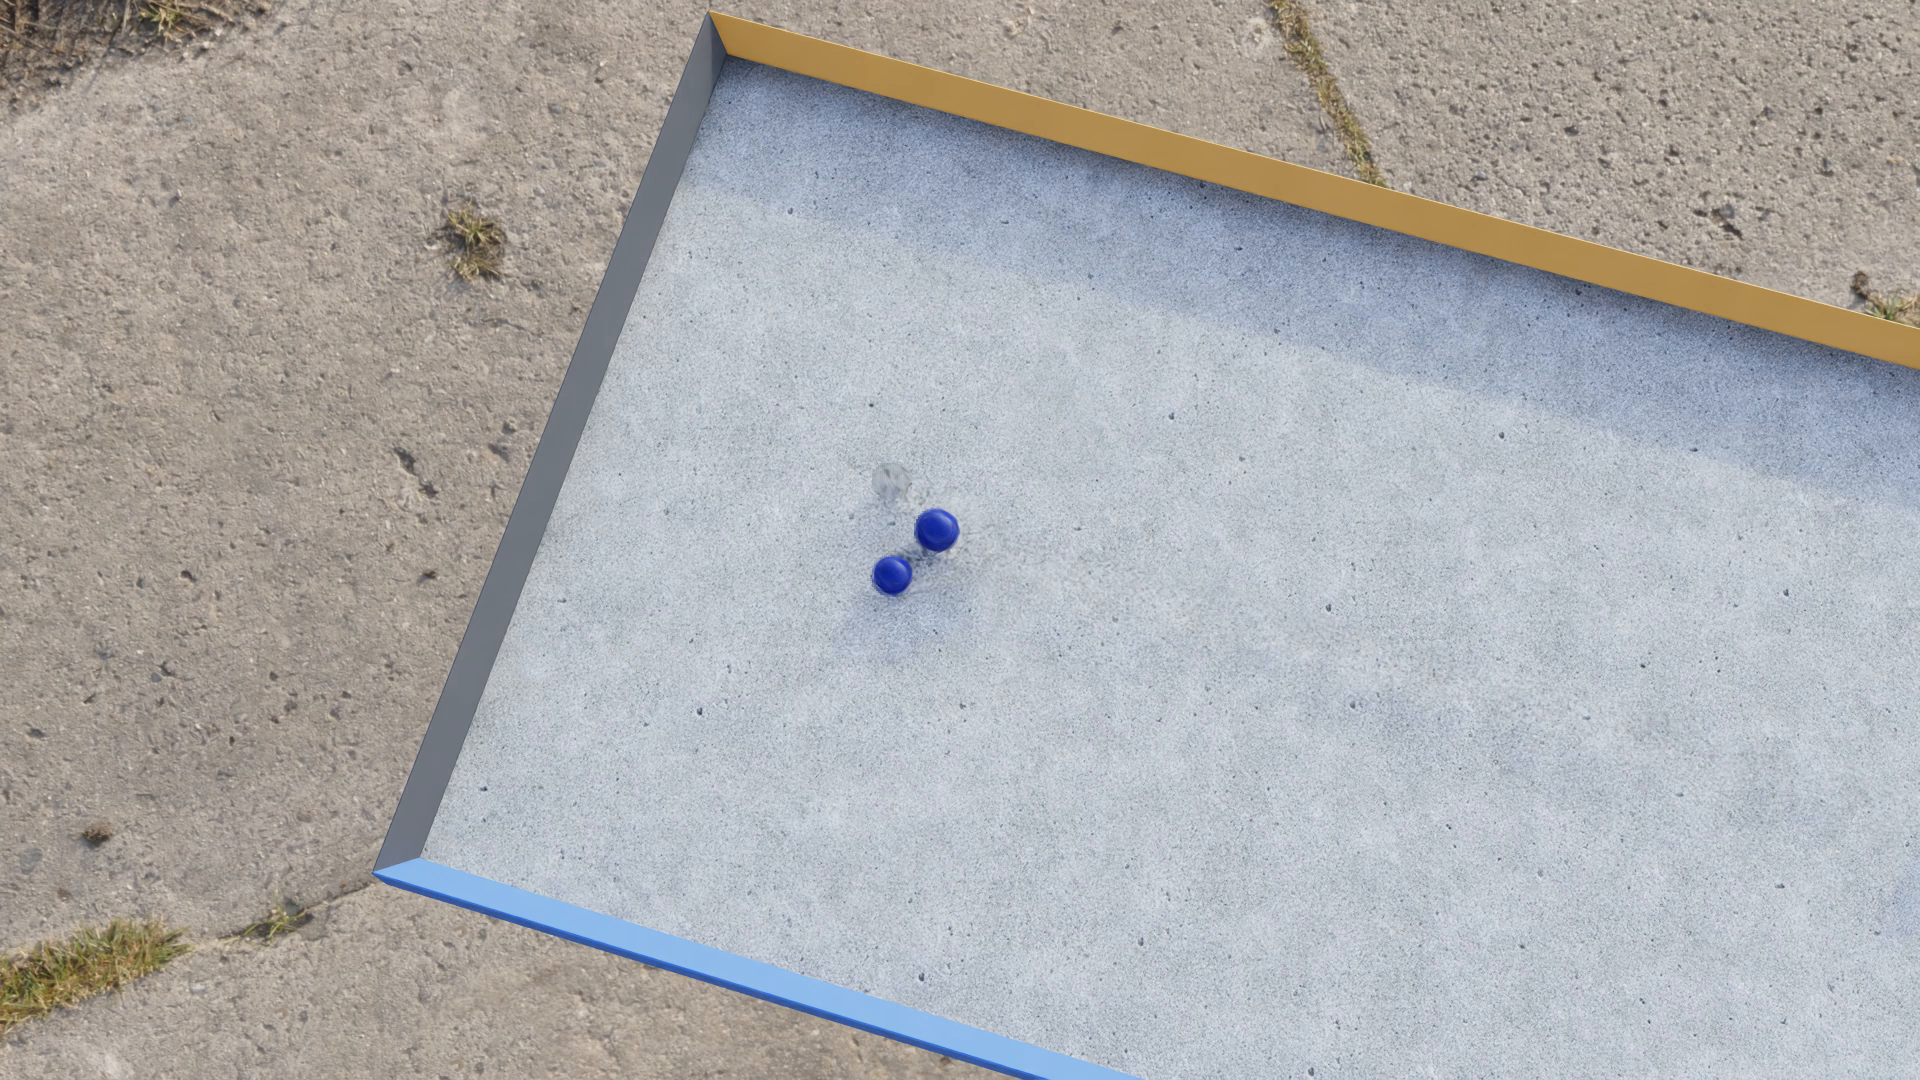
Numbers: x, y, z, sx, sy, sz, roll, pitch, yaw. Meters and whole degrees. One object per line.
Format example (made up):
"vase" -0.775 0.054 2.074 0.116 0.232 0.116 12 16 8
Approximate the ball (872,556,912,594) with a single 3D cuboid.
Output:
"ball" -0.105 0.054 3.407 0.061 0.061 0.061 0 71 0

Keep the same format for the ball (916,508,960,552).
"ball" -0.034 -0.015 3.428 0.068 0.068 0.068 0 71 0

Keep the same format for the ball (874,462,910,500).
"ball" -0.107 -0.093 3.460 0.057 0.057 0.057 0 71 0

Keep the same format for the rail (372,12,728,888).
"rail" -0.616 -0.180 3.473 0.045 0.088 1.514 16 72 5

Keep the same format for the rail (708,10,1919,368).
"rail" 0.850 -0.487 3.579 2.669 0.088 0.045 16 72 5

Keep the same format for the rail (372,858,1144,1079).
"rail" 0.428 0.840 3.121 2.669 0.088 0.045 16 72 5
